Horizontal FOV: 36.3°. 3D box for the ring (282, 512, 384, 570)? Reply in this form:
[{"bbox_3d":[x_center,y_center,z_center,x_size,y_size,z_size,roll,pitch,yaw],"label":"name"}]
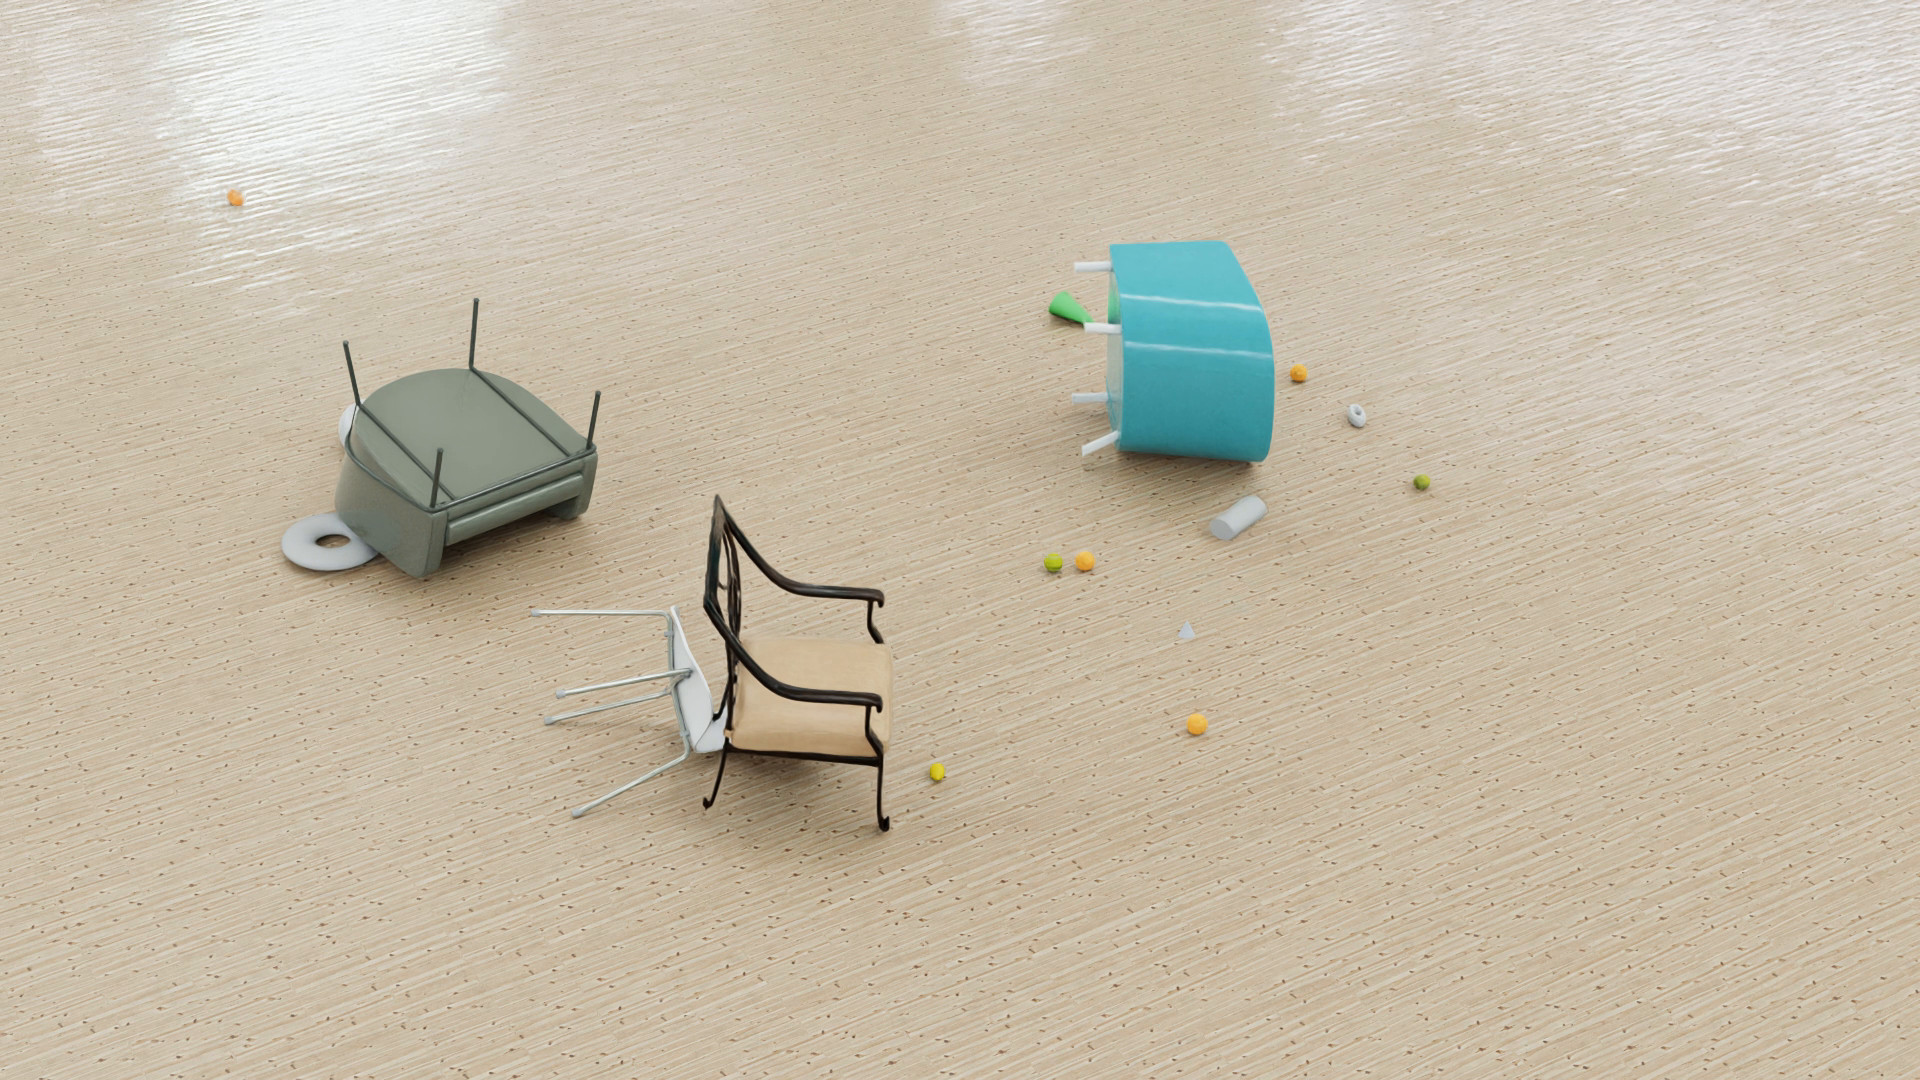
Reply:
[{"bbox_3d":[-2.326,0.004,10.876,0.378,0.059,0.373,-5,33,-13],"label":"ring"}]

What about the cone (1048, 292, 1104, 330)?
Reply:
[{"bbox_3d":[0.509,-0.939,12.319,0.241,0.106,0.151,32,23,20],"label":"cone"}]

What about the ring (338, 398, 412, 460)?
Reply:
[{"bbox_3d":[-2.290,-0.436,11.477,0.282,0.146,0.316,-8,36,-10],"label":"ring"}]

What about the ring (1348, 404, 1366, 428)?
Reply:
[{"bbox_3d":[1.576,-0.495,11.653,0.068,0.048,0.133,-2,35,-7],"label":"ring"}]

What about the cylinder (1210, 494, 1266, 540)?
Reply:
[{"bbox_3d":[1.043,-0.085,10.996,0.109,0.085,0.219,20,38,35],"label":"cylinder"}]

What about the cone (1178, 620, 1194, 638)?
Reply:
[{"bbox_3d":[0.806,0.310,10.416,0.062,0.063,0.047,-6,34,-10],"label":"cone"}]
